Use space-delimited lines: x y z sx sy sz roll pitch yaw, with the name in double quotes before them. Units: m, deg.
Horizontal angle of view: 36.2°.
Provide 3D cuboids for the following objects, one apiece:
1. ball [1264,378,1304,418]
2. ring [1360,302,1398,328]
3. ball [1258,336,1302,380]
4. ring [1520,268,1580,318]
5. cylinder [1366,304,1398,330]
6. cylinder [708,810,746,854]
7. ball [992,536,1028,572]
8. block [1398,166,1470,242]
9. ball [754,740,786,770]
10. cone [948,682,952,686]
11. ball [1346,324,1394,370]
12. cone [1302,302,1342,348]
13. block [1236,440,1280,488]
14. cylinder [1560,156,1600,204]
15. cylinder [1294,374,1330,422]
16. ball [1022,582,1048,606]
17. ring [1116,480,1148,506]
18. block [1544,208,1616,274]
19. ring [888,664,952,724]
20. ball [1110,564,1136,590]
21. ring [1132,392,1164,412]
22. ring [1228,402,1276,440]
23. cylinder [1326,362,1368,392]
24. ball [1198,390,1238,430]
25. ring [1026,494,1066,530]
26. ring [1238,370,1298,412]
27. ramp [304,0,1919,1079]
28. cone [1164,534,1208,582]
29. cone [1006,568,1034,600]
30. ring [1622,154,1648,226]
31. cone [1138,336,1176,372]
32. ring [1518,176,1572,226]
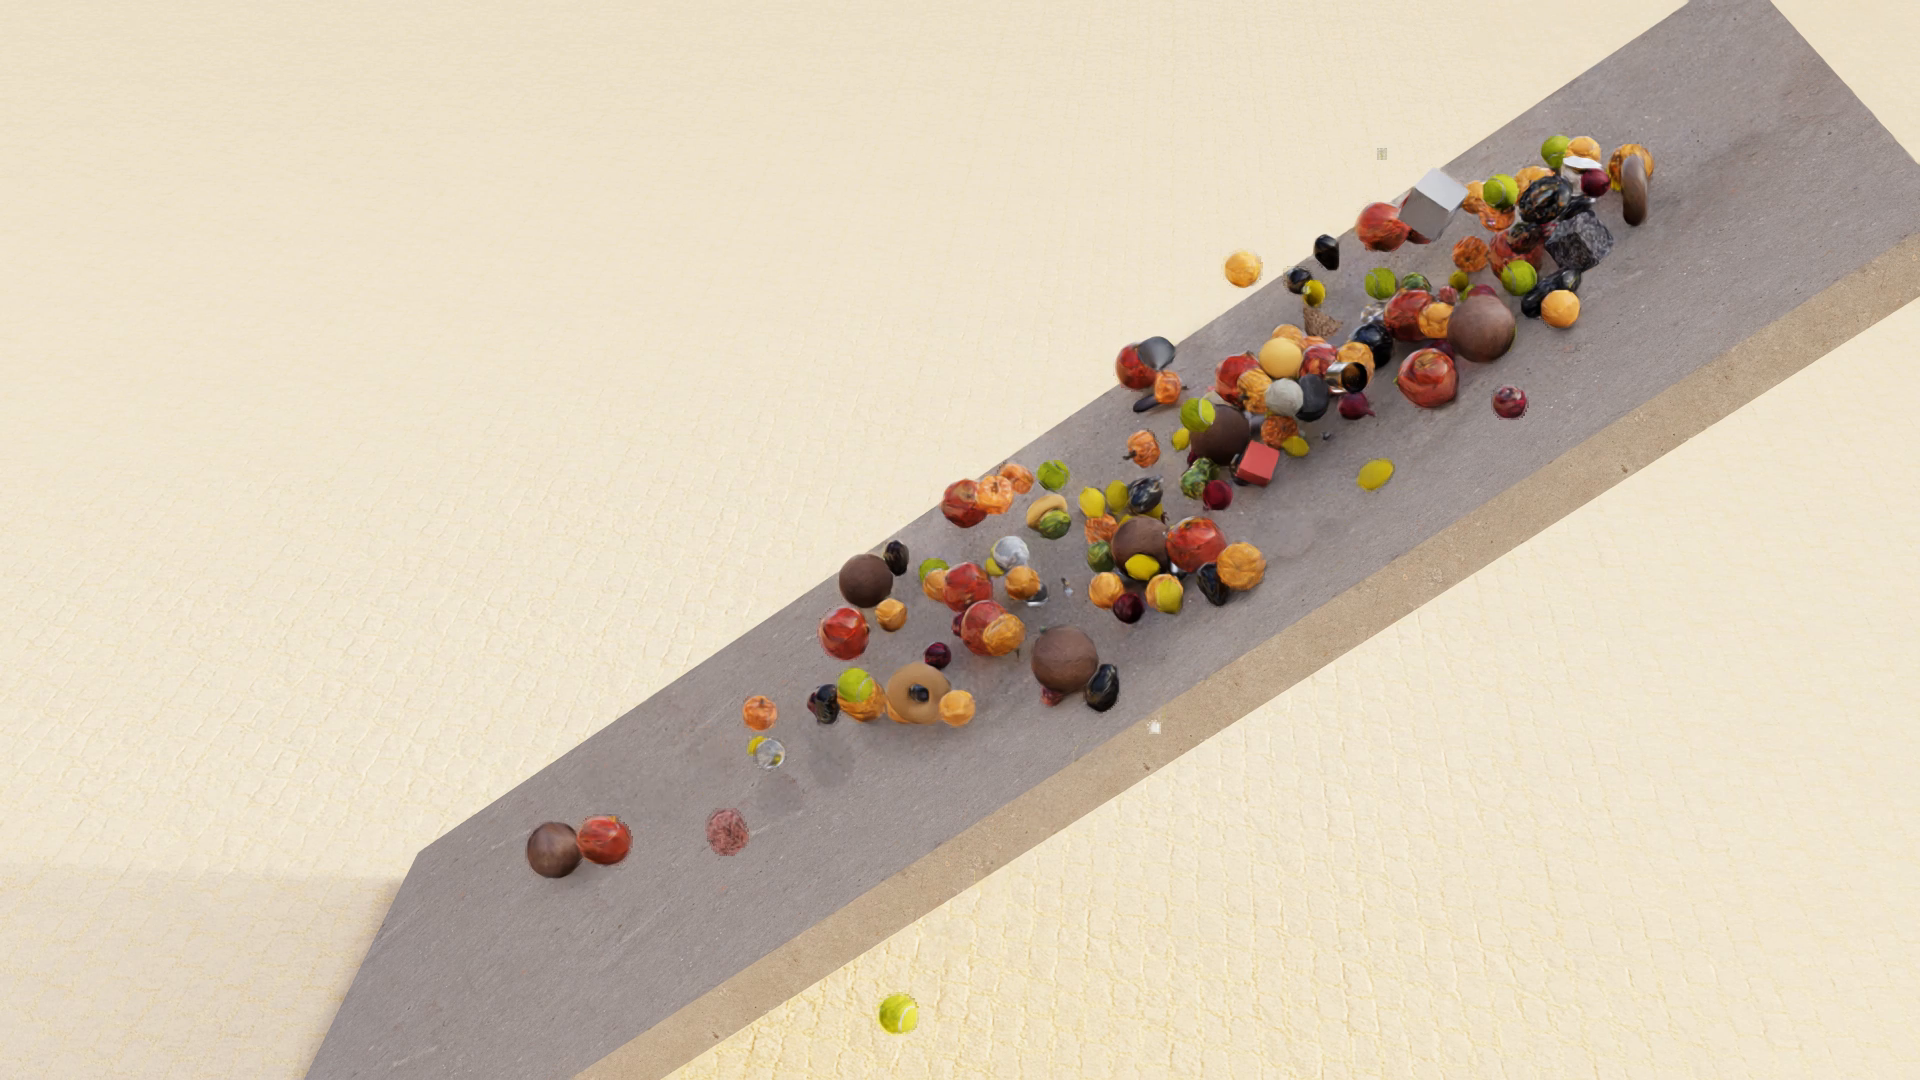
"ball" 0.637 -0.279 5.778 0.076 0.076 0.076 0 22 0
"ring" 0.865 -0.463 6.060 0.078 0.026 0.078 -13 33 9
"ball" 0.643 -0.363 5.893 0.087 0.087 0.087 0 22 0
"ring" 1.134 -0.475 5.649 0.131 0.044 0.131 -38 5 4
"cylinder" 0.879 -0.467 6.155 0.052 0.052 0.052 2 19 -29
"cylinder" -0.485 0.607 6.119 0.077 0.077 0.077 -3 9 -8
"ball" 0.107 0.029 6.171 0.075 0.075 0.075 0 22 0
"block" 0.962 -0.682 5.975 0.090 0.090 0.090 36 50 10
"ball" -0.413 0.466 6.396 0.066 0.066 0.066 0 22 0
"cone" -0.042 0.299 6.105 0.058 0.058 0.058 -4 20 22
"ball" 0.837 -0.395 6.000 0.096 0.096 0.096 0 22 0
"cone" 0.771 -0.483 6.415 0.089 0.089 0.089 -35 16 11
"block" 0.592 -0.151 5.843 0.062 0.062 0.062 21 -14 1
"cylinder" 1.260 -0.732 5.990 0.076 0.076 0.076 4 25 -2
"cylinder" 0.700 -0.284 5.889 0.077 0.077 0.077 2 -11 5
"ball" 0.158 0.113 6.151 0.053 0.053 0.053 0 22 0
"ring" 0.370 -0.101 6.340 0.078 0.026 0.078 -38 13 10
"block" 1.204 -0.576 5.716 0.082 0.082 0.082 -25 20 48
"ring" -0.081 0.310 5.923 0.134 0.134 0.045 6 23 14
"ball" 0.326 0.074 5.892 0.051 0.051 0.051 0 22 0
"ring" 0.434 -0.316 6.787 0.077 0.026 0.077 -25 5 2
"ring" 0.616 -0.250 6.193 0.112 0.037 0.112 -33 13 9
"cylinder" 0.749 -0.315 5.694 0.060 0.060 0.060 -9 6 -21
"ball" 0.547 -0.276 6.234 0.084 0.084 0.084 0 22 0
"ring" 0.192 -0.062 6.527 0.101 0.101 0.034 -15 54 -32
"ring" 0.658 -0.324 6.287 0.149 0.050 0.149 -34 20 14
"ramp" 0.131 0.177 6.316 4.000 0.100 2.000 -34 16 16
"cone" 0.423 0.019 5.757 0.088 0.088 0.088 -34 17 12
"cone" 0.131 0.079 6.214 0.067 0.067 0.067 -2 35 2
"ring" 1.305 -0.676 5.691 0.046 0.137 0.137 -2 21 14
"cone" 0.436 -0.394 6.526 0.083 0.083 0.083 1 35 3
"ring" 1.156 -0.671 5.813 0.116 0.039 0.116 -31 36 26
